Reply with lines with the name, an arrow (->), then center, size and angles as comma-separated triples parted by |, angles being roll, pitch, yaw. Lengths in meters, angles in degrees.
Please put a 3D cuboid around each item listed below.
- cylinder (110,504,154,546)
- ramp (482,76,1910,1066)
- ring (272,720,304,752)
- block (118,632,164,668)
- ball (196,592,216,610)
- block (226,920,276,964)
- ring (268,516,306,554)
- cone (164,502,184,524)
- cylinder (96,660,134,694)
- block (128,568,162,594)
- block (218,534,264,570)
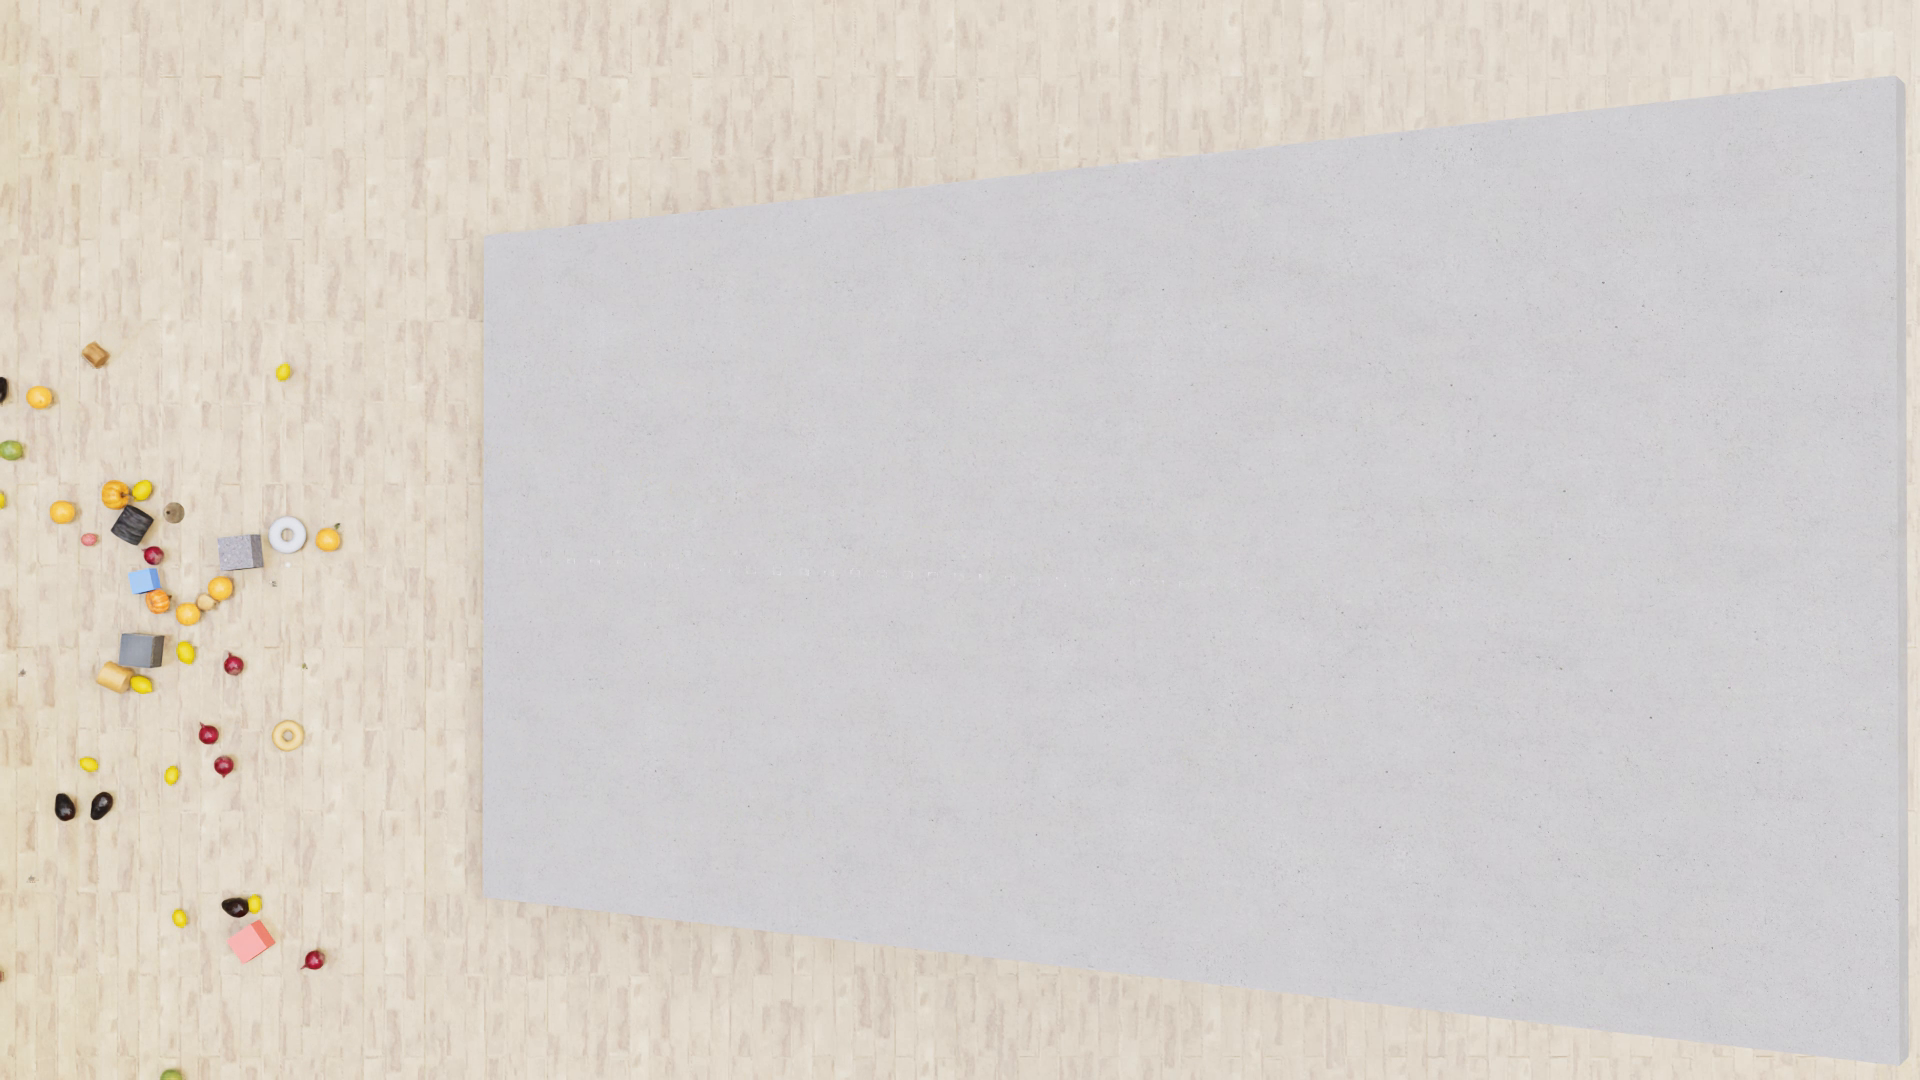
cylinder -> -2.517, -0.045, 6.688 | 0.090, 0.090, 0.090 | 33, 90, 0
ramp -> 0.253, 0.070, 5.586 | 4.000, 0.100, 2.000 | 0, 89, 34
ring -> -2.052, 0.598, 6.712 | 0.095, 0.032, 0.095 | 0, 88, -1
block -> -2.487, 0.335, 6.682 | 0.096, 0.096, 0.096 | 6, 90, 0
ball -> -2.297, 0.188, 6.703 | 0.055, 0.055, 0.055 | 0, 90, 0
block -> -2.152, 1.220, 6.678 | 0.088, 0.088, 0.088 | -35, 90, 0
ring -> -2.054, -0.015, 6.714 | 0.116, 0.039, 0.116 | 0, 88, 1
cone -> -2.407, -0.083, 6.700 | 0.067, 0.067, 0.067 | 0, 90, 0
cylinder -> -2.569, 0.419, 6.690 | 0.077, 0.077, 0.077 | 25, 90, 0
block -> -2.484, 0.126, 6.699 | 0.066, 0.066, 0.066 | -13, 90, 0
block -> -2.186, 0.038, 6.682 | 0.100, 0.100, 0.100 | -6, 90, 0
